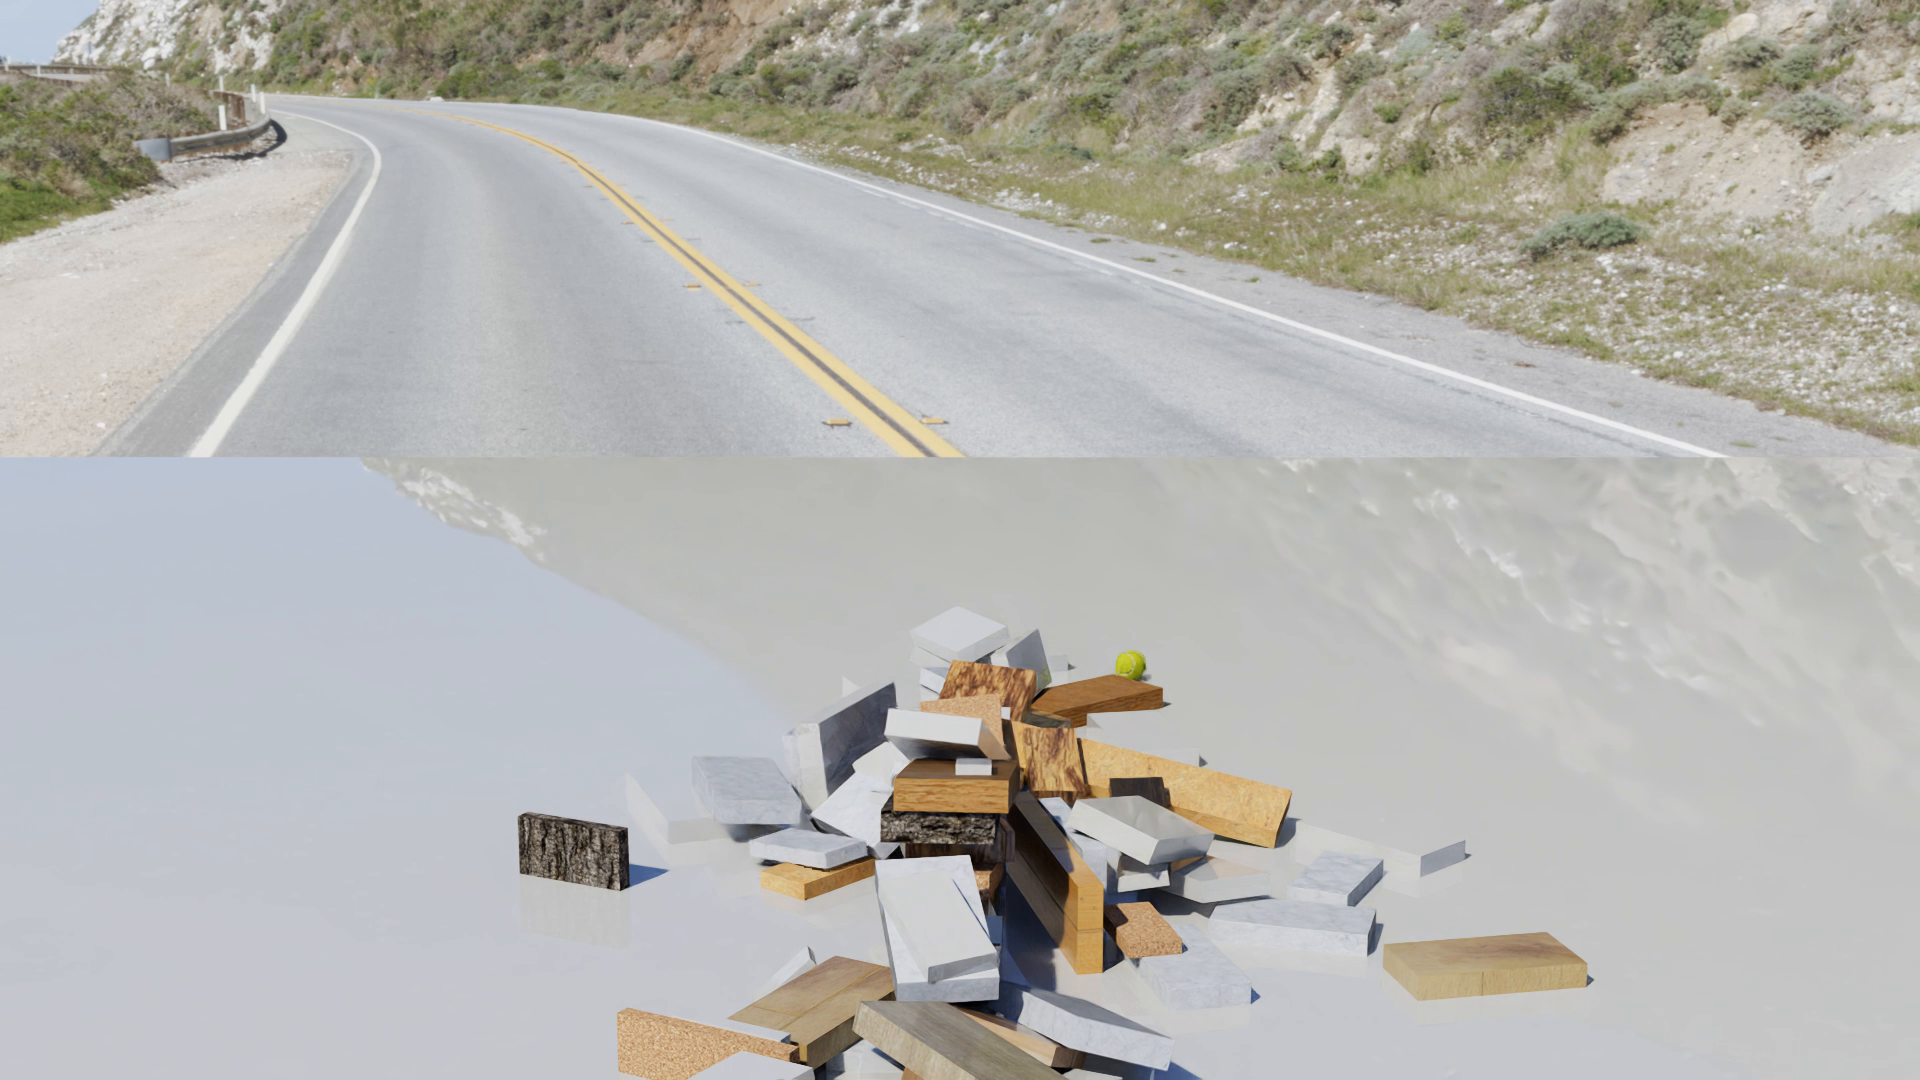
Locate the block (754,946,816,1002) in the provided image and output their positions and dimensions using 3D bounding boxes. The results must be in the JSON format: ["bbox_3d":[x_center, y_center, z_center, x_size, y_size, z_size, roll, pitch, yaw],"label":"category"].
[{"bbox_3d":[-0.254,0.638,3.190,0.106,0.015,0.053,-42,13,1],"label":"block"}]

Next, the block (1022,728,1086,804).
[{"bbox_3d":[0.169,0.408,3.990,0.096,0.027,0.192,1,30,-4],"label":"block"}]

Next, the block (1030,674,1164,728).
[{"bbox_3d":[0.271,0.355,4.807,0.324,0.046,0.162,-9,14,-39],"label":"block"}]

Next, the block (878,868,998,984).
[{"bbox_3d":[-0.032,0.519,2.972,0.097,0.028,0.194,-9,30,-20],"label":"block"}]

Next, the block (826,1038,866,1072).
[{"bbox_3d":[-0.118,0.684,3.088,0.097,0.028,0.244,1,11,7],"label":"block"}]

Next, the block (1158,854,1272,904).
[{"bbox_3d":[0.400,0.557,3.630,0.123,0.035,0.247,-4,1,-20],"label":"block"}]

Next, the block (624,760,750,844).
[{"bbox_3d":[-0.514,0.486,4.112,0.150,0.042,0.368,-4,11,-20],"label":"block"}]

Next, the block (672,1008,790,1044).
[{"bbox_3d":[-0.304,0.684,2.923,0.174,0.087,0.025,6,12,28],"label":"block"}]

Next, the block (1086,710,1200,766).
[{"bbox_3d":[0.372,0.411,4.516,0.150,0.042,0.300,-2,11,-12],"label":"block"}]

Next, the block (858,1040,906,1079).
[{"bbox_3d":[-0.077,0.663,2.864,0.092,0.026,0.184,-2,12,3],"label":"block"}]

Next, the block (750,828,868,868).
[{"bbox_3d":[-0.261,0.528,3.768,0.192,0.027,0.096,1,9,43],"label":"block"}]

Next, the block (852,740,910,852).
[{"bbox_3d":[-0.110,0.456,3.992,0.118,0.033,0.318,-33,24,0],"label":"block"}]

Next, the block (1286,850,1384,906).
[{"bbox_3d":[0.631,0.571,3.689,0.103,0.029,0.205,5,12,27],"label":"block"}]

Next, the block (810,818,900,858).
[{"bbox_3d":[-0.157,0.490,3.903,0.118,0.033,0.236,-44,27,-23],"label":"block"}]

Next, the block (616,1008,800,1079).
[{"bbox_3d":[-0.335,0.688,2.912,0.275,0.084,0.024,6,12,28],"label":"block"}]

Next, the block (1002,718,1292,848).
[{"bbox_3d":[0.314,0.440,4.016,0.563,0.038,0.133,13,31,15],"label":"block"}]

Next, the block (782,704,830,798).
[{"bbox_3d":[-0.275,0.410,4.292,0.035,0.123,0.246,-8,8,18],"label":"block"}]

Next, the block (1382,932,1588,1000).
[{"bbox_3d":[0.787,0.639,3.302,0.266,0.038,0.133,-2,11,-11],"label":"block"}]

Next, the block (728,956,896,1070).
[{"bbox_3d":[-0.192,0.655,3.055,0.144,0.041,0.288,6,12,29],"label":"block"}]

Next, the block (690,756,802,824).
[{"bbox_3d":[-0.396,0.457,4.041,0.151,0.043,0.301,3,9,-16],"label":"block"}]

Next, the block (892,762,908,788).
[{"bbox_3d":[-0.076,0.393,3.621,0.070,0.020,0.139,9,-16,1],"label":"block"}]

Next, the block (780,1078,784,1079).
[{"bbox_3d":[-0.353,0.723,2.508,0.327,0.163,0.046,-4,11,-19],"label":"block"}]

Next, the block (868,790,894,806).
[{"bbox_3d":[-0.091,0.436,3.688,0.070,0.020,0.140,1,-1,-30],"label":"block"}]

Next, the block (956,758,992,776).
[{"bbox_3d":[0.021,0.341,3.315,0.053,0.015,0.106,1,-1,1],"label":"block"}]

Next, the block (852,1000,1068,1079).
[{"bbox_3d":[0.003,0.642,2.730,0.139,0.039,0.278,10,6,-38],"label":"block"}]

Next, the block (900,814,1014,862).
[{"bbox_3d":[-0.012,0.469,3.528,0.167,0.047,0.352,1,-1,-4],"label":"block"}]

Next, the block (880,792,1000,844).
[{"bbox_3d":[-0.026,0.420,3.368,0.167,0.047,0.334,1,-1,2],"label":"block"}]

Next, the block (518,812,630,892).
[{"bbox_3d":[-0.655,0.527,3.727,0.205,0.103,0.029,5,12,25],"label":"block"}]

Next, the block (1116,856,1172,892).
[{"bbox_3d":[0.300,0.539,3.588,0.084,0.024,0.167,-9,3,7],"label":"block"}]

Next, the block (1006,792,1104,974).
[{"bbox_3d":[0.147,0.543,3.540,0.039,0.139,0.486,-2,11,-11],"label":"block"}]

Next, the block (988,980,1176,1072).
[{"bbox_3d":[0.159,0.649,2.958,0.144,0.041,0.288,17,-7,-19],"label":"block"}]

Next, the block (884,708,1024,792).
[{"bbox_3d":[-0.004,0.357,3.641,0.151,0.043,0.413,5,-17,13],"label":"block"}]

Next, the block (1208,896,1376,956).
[{"bbox_3d":[0.527,0.608,3.477,0.247,0.035,0.123,3,11,16],"label":"block"}]
